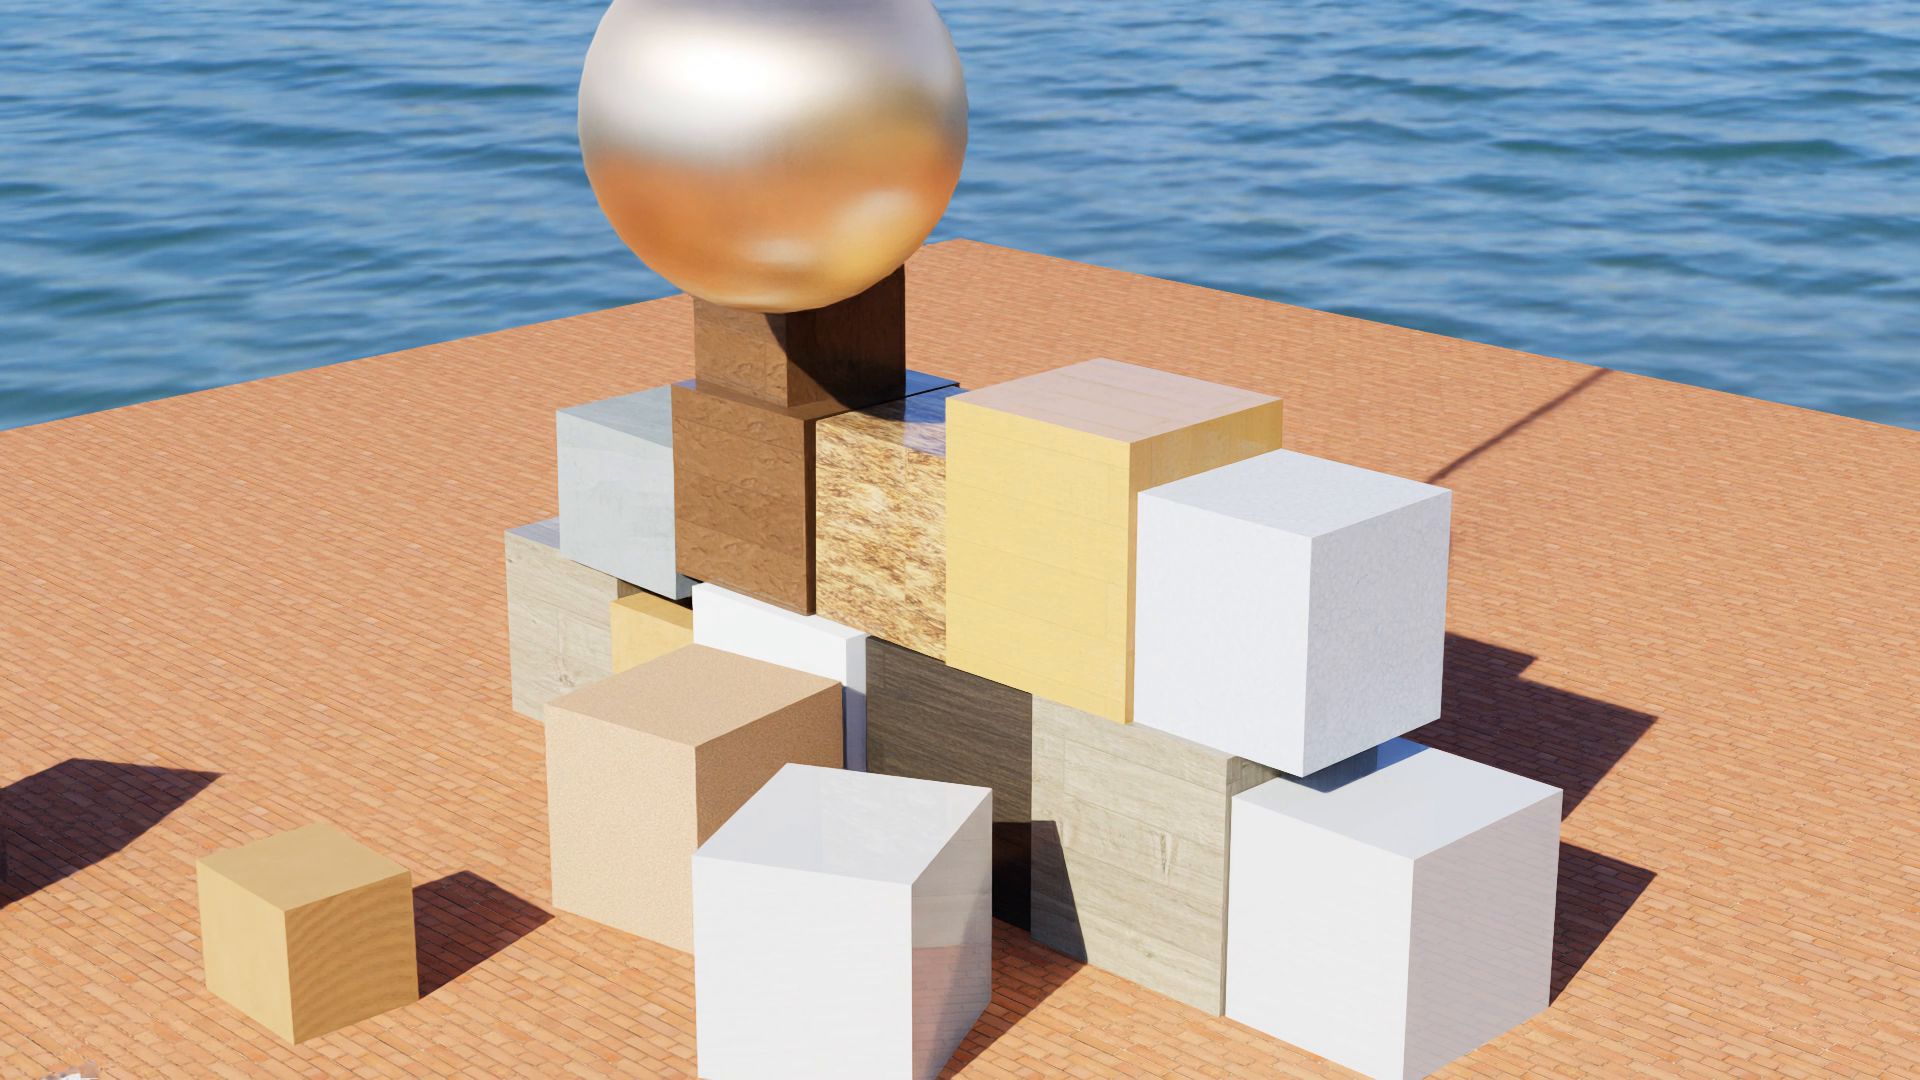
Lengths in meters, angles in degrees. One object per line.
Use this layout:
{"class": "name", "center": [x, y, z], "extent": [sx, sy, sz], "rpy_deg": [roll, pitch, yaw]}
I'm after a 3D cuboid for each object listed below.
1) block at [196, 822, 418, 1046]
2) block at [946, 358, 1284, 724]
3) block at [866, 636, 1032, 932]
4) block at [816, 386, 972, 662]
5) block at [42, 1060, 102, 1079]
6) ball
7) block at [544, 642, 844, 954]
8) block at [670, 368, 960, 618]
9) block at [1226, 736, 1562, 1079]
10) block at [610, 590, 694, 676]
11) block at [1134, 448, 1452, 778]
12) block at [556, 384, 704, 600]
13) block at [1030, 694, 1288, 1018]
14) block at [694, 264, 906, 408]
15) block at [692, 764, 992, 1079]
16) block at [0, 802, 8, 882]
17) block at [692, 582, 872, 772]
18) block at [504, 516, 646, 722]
{"class": "block", "center": [-2.713, 1.623, 12.194], "extent": [0.593, 0.591, 0.702], "rpy_deg": [-16, 23, -41]}
{"class": "block", "center": [0.655, -0.027, 12.610], "extent": [1.034, 1.205, 0.990], "rpy_deg": [16, 24, 42]}
{"class": "block", "center": [0.294, 0.983, 13.361], "extent": [0.965, 1.114, 1.075], "rpy_deg": [-17, 24, -42]}
{"class": "block", "center": [-0.028, -0.087, 13.321], "extent": [0.893, 0.926, 0.877], "rpy_deg": [18, 25, 41]}
{"class": "block", "center": [-2.887, 2.218, 8.863], "extent": [0.829, 1.011, 0.919], "rpy_deg": [-19, -3, -15]}
{"class": "ball", "center": [-0.762, -1.729, 11.999], "extent": [1.600, 1.600, 1.600], "rpy_deg": [0, 17, 0]}
{"class": "block", "center": [-1.175, 1.136, 13.112], "extent": [0.878, 0.970, 0.993], "rpy_deg": [12, 21, 34]}
{"class": "block", "center": [-0.681, -0.295, 13.962], "extent": [0.988, 0.933, 0.937], "rpy_deg": [-17, 24, -42]}
{"class": "block", "center": [1.768, 1.487, 11.982], "extent": [1.004, 0.977, 0.900], "rpy_deg": [-17, 24, -42]}
{"class": "block", "center": [-1.143, 0.690, 14.749], "extent": [0.915, 0.839, 0.773], "rpy_deg": [-17, 24, -42]}
{"class": "block", "center": [1.357, 0.273, 12.017], "extent": [0.883, 0.987, 0.920], "rpy_deg": [16, 24, 42]}
{"class": "block", "center": [-1.344, -0.277, 14.655], "extent": [0.960, 0.760, 0.912], "rpy_deg": [-16, 25, -42]}
{"class": "block", "center": [1.044, 1.203, 12.610], "extent": [1.073, 1.143, 1.006], "rpy_deg": [17, 24, 42]}
{"class": "block", "center": [-0.756, -1.049, 13.775], "extent": [0.694, 0.617, 0.730], "rpy_deg": [-14, 22, -38]}
{"class": "block", "center": [-0.452, 1.568, 11.769], "extent": [0.895, 0.951, 1.010], "rpy_deg": [6, 18, 17]}
{"class": "block", "center": [-4.906, 1.233, 12.956], "extent": [0.853, 0.880, 1.010], "rpy_deg": [5, 18, 14]}
{"class": "block", "center": [-0.475, 0.746, 14.087], "extent": [1.172, 1.129, 1.069], "rpy_deg": [-17, 24, -42]}
{"class": "block", "center": [-1.727, 0.431, 15.319], "extent": [0.925, 0.993, 0.867], "rpy_deg": [17, 24, 42]}
